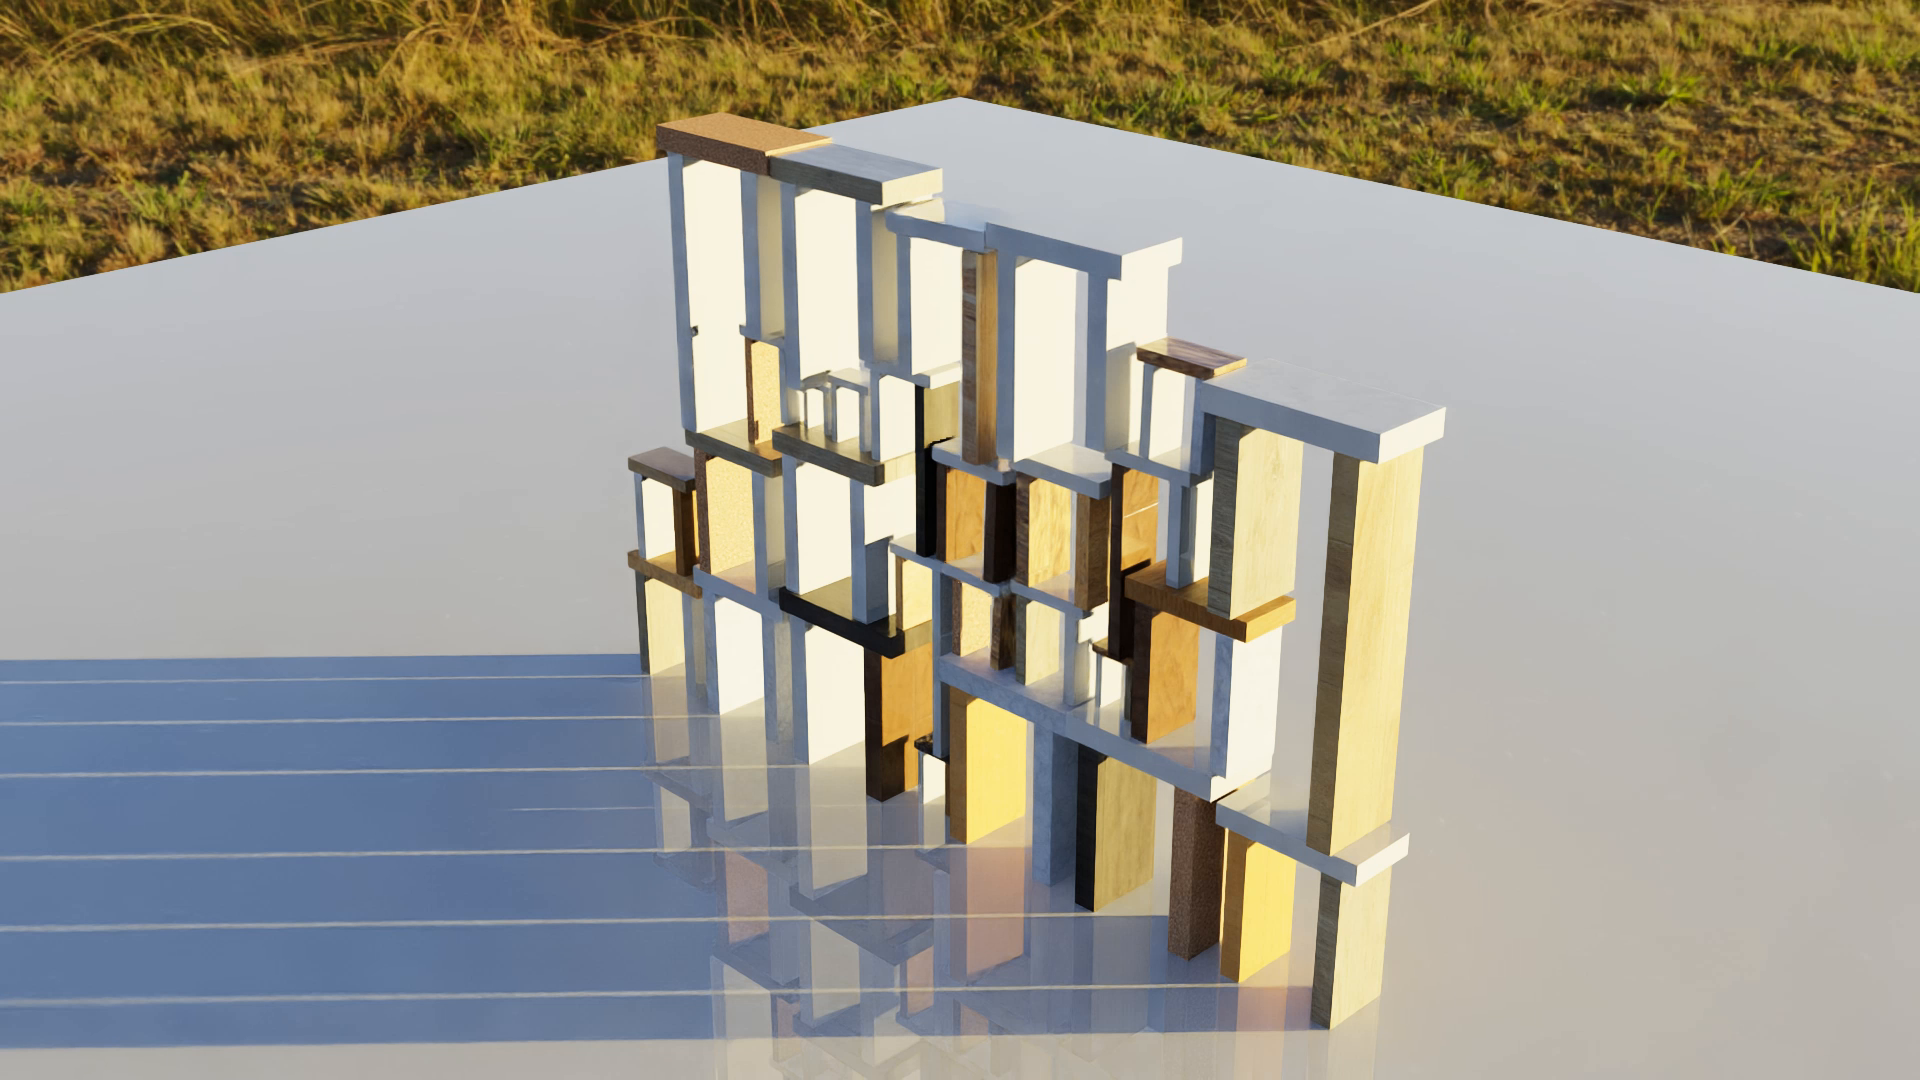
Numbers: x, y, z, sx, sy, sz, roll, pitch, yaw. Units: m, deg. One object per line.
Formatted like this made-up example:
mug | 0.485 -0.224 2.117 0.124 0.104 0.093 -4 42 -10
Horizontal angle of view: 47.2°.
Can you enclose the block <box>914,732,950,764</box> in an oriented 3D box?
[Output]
block | -0.030 0.422 4.441 0.059 0.017 0.119 -21 31 -41

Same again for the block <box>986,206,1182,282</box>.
block | 0.210 -0.511 3.771 0.310 0.044 0.155 21 31 40

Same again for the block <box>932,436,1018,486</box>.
block | 0.048 -0.150 4.104 0.098 0.028 0.196 -18 28 -39

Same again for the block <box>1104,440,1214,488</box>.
block | 0.351 -0.139 3.781 0.096 0.027 0.192 -22 31 -40

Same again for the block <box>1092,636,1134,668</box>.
block | 0.297 0.203 3.989 0.054 0.015 0.108 -21 31 -40

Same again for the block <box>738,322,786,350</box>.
block | -0.365 -0.417 4.445 0.159 0.023 0.080 21 31 40

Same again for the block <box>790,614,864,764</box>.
block | -0.276 0.290 4.647 0.048 0.336 0.168 21 31 41

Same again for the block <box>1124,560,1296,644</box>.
block | 0.430 0.100 3.793 0.268 0.038 0.134 21 31 41

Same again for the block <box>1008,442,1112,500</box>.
block | 0.205 -0.131 3.951 0.111 0.031 0.221 -21 31 -40

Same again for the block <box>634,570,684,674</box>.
block | -0.676 0.171 5.037 0.036 0.251 0.126 21 31 41

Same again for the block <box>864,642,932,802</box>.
block | -0.117 0.352 4.501 0.048 0.336 0.168 21 31 41

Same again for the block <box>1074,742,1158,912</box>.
block | 0.294 0.510 4.122 0.048 0.341 0.171 21 31 41

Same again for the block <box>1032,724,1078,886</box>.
block | 0.214 0.479 4.203 0.047 0.335 0.167 21 31 41

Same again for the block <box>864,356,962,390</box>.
block | -0.087 -0.330 4.175 0.091 0.026 0.183 -21 31 -40

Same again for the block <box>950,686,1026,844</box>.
block | 0.056 0.418 4.348 0.047 0.335 0.167 21 31 41

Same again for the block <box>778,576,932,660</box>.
block | -0.196 0.145 4.499 0.336 0.048 0.168 21 31 41

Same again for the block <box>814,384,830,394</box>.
block | -0.275 -0.313 4.386 0.045 0.013 0.091 -21 31 -40

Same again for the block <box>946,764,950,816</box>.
block | -0.003 0.495 4.441 0.017 0.119 0.059 21 31 41

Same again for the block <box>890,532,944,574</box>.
block | -0.055 0.025 4.290 0.079 0.022 0.157 -21 31 -40

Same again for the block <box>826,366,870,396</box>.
block | -0.198 -0.310 4.301 0.120 0.017 0.060 21 31 41

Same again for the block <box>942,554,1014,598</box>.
block | 0.050 0.065 4.169 0.082 0.023 0.164 -16 27 -39

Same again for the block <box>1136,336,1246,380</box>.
block | 0.386 -0.302 3.669 0.084 0.024 0.167 -21 31 -40

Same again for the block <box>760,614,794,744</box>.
block | -0.353 0.278 4.727 0.042 0.295 0.148 21 31 41

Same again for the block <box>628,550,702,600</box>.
block | -0.617 0.062 4.927 0.251 0.036 0.126 21 31 41

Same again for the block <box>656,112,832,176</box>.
block | -0.430 -0.786 4.358 0.338 0.048 0.169 21 31 40

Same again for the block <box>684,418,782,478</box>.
block | -0.431 -0.202 4.601 0.141 0.040 0.282 -21 31 -41

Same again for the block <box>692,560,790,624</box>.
block | -0.422 0.096 4.726 0.295 0.042 0.148 21 31 41

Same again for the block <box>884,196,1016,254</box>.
block | 0.002 -0.570 3.970 0.132 0.037 0.264 -21 29 -38

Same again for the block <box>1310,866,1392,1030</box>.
block | 0.673 0.679 3.781 0.042 0.297 0.148 21 31 41

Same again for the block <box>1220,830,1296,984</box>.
block | 0.533 0.624 3.910 0.042 0.297 0.149 21 31 41

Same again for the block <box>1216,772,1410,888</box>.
block | 0.603 0.495 3.779 0.297 0.042 0.148 21 31 41

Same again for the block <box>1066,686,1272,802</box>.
block | 0.374 0.362 3.972 0.171 0.048 0.341 -21 31 -41

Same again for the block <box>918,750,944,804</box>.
block | -0.059 0.474 4.492 0.017 0.119 0.059 21 31 41

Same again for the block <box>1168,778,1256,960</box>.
block | 0.455 0.573 3.974 0.048 0.341 0.171 21 31 41

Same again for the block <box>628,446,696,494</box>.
block | -0.627 -0.155 4.835 0.203 0.029 0.102 21 31 41

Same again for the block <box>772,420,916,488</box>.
block | -0.219 -0.183 4.384 0.301 0.043 0.151 21 31 41

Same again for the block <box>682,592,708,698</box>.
block | -0.558 0.217 4.928 0.036 0.251 0.126 21 31 41

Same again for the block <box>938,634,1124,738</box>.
block | 0.135 0.272 4.201 0.335 0.047 0.167 21 31 41

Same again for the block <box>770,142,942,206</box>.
block | -0.198 -0.692 4.147 0.309 0.044 0.154 21 31 40

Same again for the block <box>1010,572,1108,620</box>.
block | 0.189 0.096 4.058 0.182 0.026 0.091 21 31 40

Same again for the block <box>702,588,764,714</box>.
block | -0.492 0.224 4.855 0.042 0.295 0.148 21 31 41

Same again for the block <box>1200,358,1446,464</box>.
block | 0.577 -0.209 3.516 0.175 0.049 0.349 -21 31 -41
